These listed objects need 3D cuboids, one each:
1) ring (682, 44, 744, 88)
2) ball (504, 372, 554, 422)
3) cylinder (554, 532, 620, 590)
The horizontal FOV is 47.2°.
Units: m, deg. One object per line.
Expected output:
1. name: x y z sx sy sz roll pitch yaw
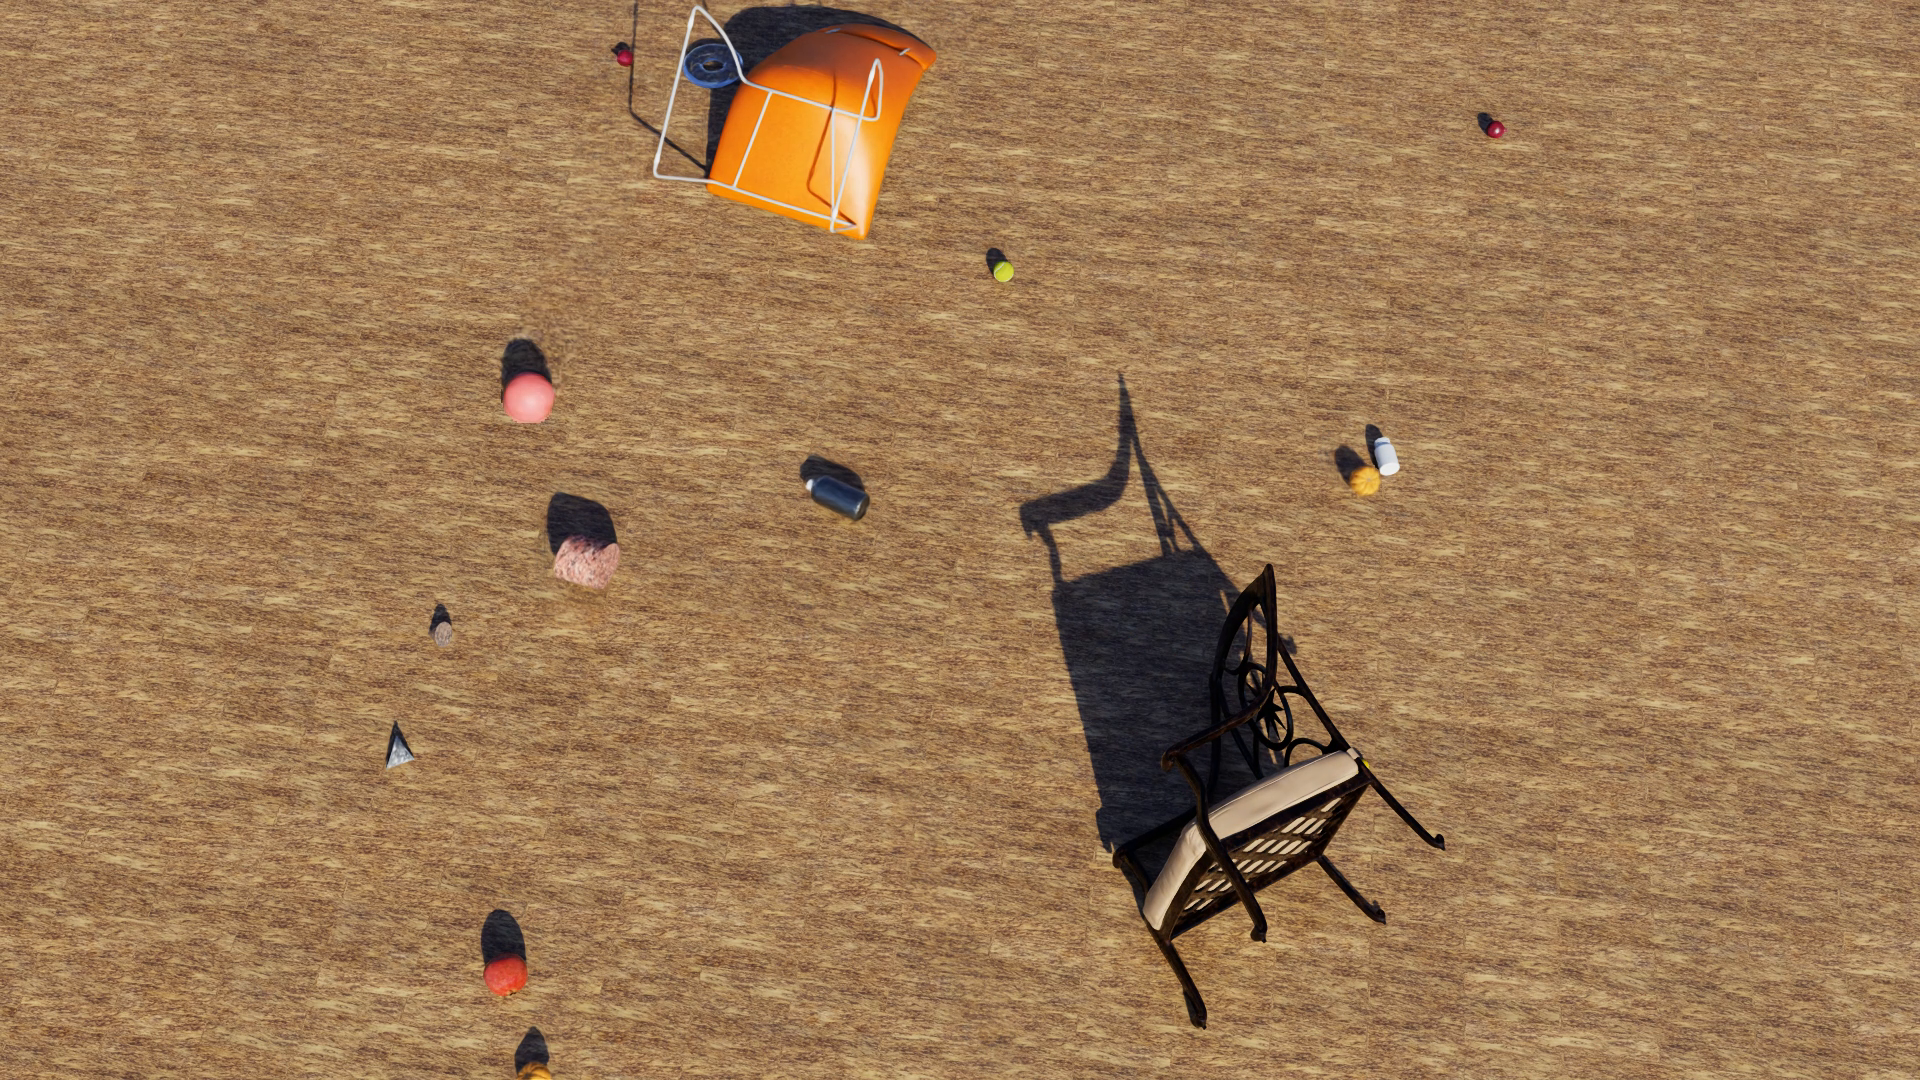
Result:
1. ring: -0.860 -1.650 7.653 0.213 0.049 0.207 -7 56 -5
2. ball: -1.327 -0.441 6.776 0.155 0.155 0.155 0 56 0
3. cylinder: -1.091 0.061 6.436 0.122 0.137 0.191 16 17 10
